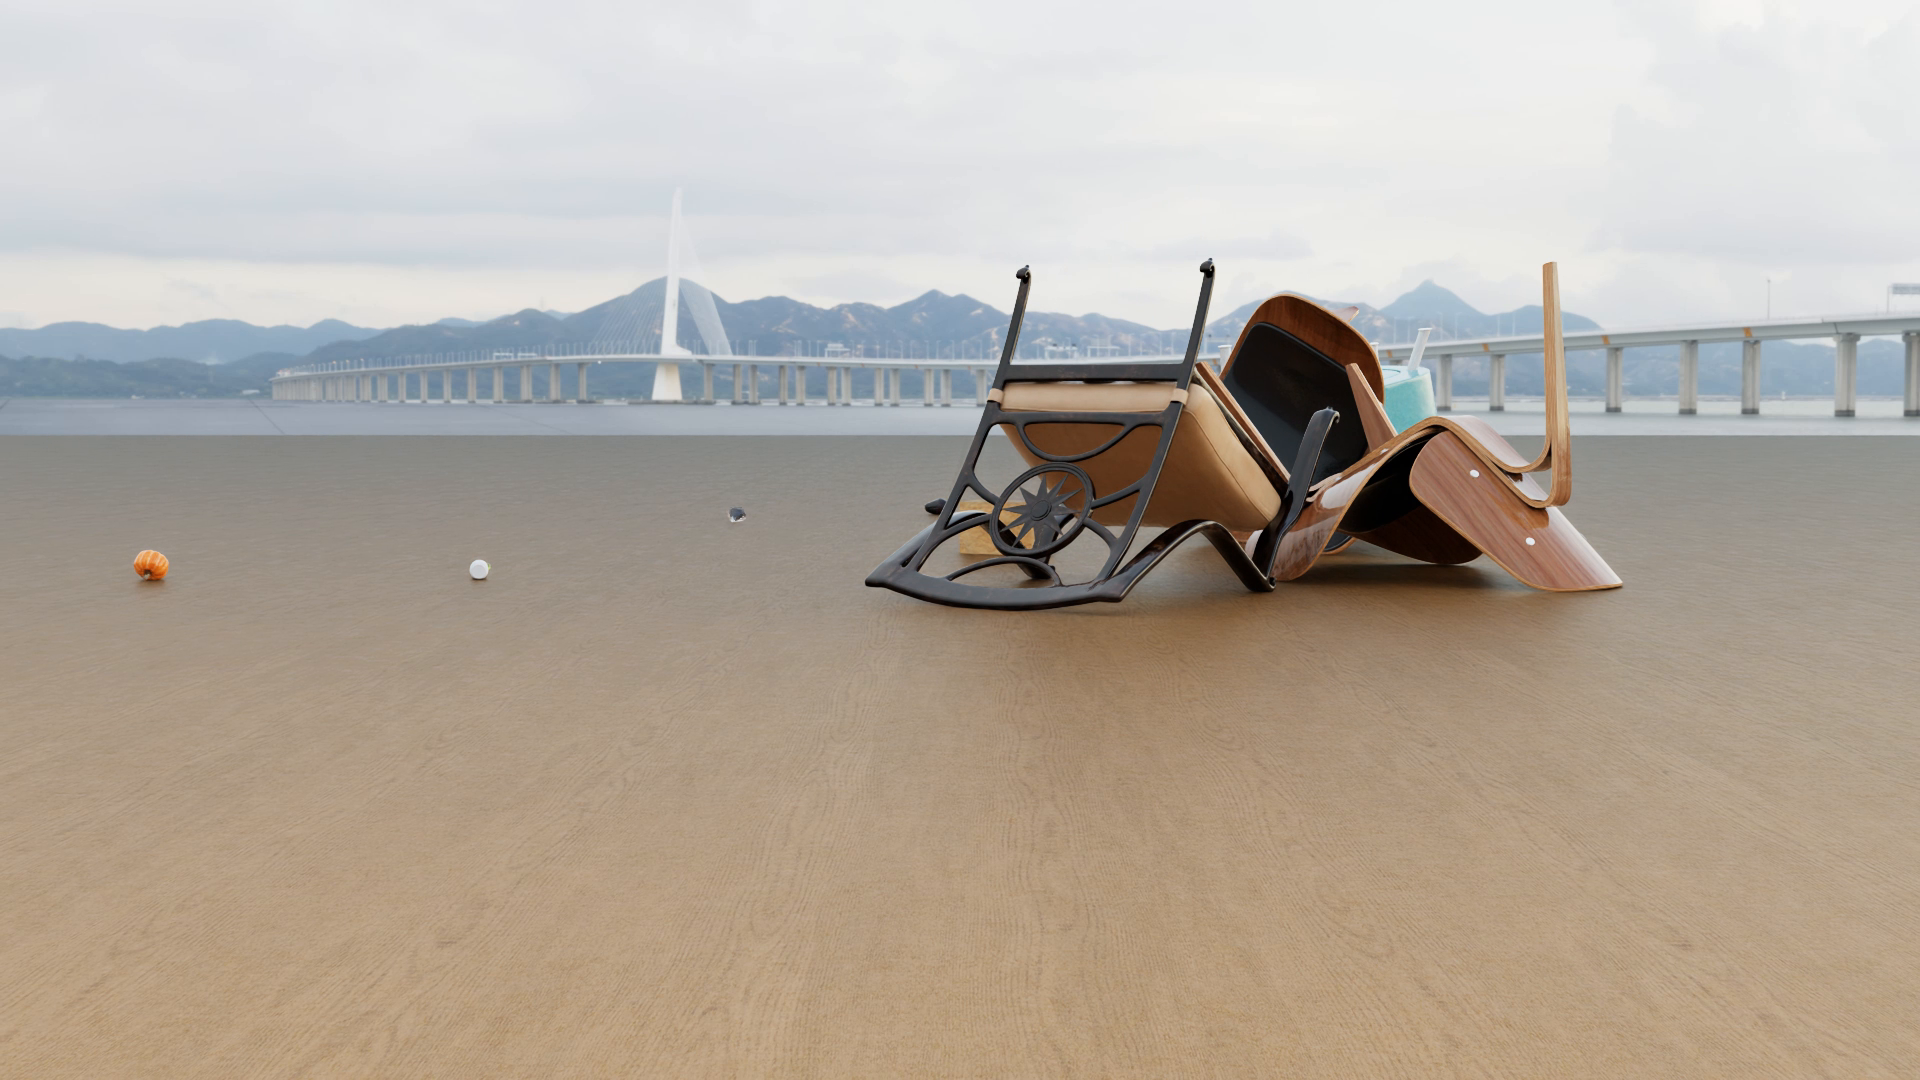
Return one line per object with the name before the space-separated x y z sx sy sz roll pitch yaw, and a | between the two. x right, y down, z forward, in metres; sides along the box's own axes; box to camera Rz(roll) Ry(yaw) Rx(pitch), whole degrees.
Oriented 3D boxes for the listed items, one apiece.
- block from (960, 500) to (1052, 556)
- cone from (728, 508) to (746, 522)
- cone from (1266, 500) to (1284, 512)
block | 0.126 -0.035 6.032 0.216 0.141 0.138 2 4 26
cone | -0.765 -0.073 7.447 0.068 0.050 0.047 3 33 17
cone | 1.148 -0.112 8.021 0.062 0.047 0.063 6 -16 6
